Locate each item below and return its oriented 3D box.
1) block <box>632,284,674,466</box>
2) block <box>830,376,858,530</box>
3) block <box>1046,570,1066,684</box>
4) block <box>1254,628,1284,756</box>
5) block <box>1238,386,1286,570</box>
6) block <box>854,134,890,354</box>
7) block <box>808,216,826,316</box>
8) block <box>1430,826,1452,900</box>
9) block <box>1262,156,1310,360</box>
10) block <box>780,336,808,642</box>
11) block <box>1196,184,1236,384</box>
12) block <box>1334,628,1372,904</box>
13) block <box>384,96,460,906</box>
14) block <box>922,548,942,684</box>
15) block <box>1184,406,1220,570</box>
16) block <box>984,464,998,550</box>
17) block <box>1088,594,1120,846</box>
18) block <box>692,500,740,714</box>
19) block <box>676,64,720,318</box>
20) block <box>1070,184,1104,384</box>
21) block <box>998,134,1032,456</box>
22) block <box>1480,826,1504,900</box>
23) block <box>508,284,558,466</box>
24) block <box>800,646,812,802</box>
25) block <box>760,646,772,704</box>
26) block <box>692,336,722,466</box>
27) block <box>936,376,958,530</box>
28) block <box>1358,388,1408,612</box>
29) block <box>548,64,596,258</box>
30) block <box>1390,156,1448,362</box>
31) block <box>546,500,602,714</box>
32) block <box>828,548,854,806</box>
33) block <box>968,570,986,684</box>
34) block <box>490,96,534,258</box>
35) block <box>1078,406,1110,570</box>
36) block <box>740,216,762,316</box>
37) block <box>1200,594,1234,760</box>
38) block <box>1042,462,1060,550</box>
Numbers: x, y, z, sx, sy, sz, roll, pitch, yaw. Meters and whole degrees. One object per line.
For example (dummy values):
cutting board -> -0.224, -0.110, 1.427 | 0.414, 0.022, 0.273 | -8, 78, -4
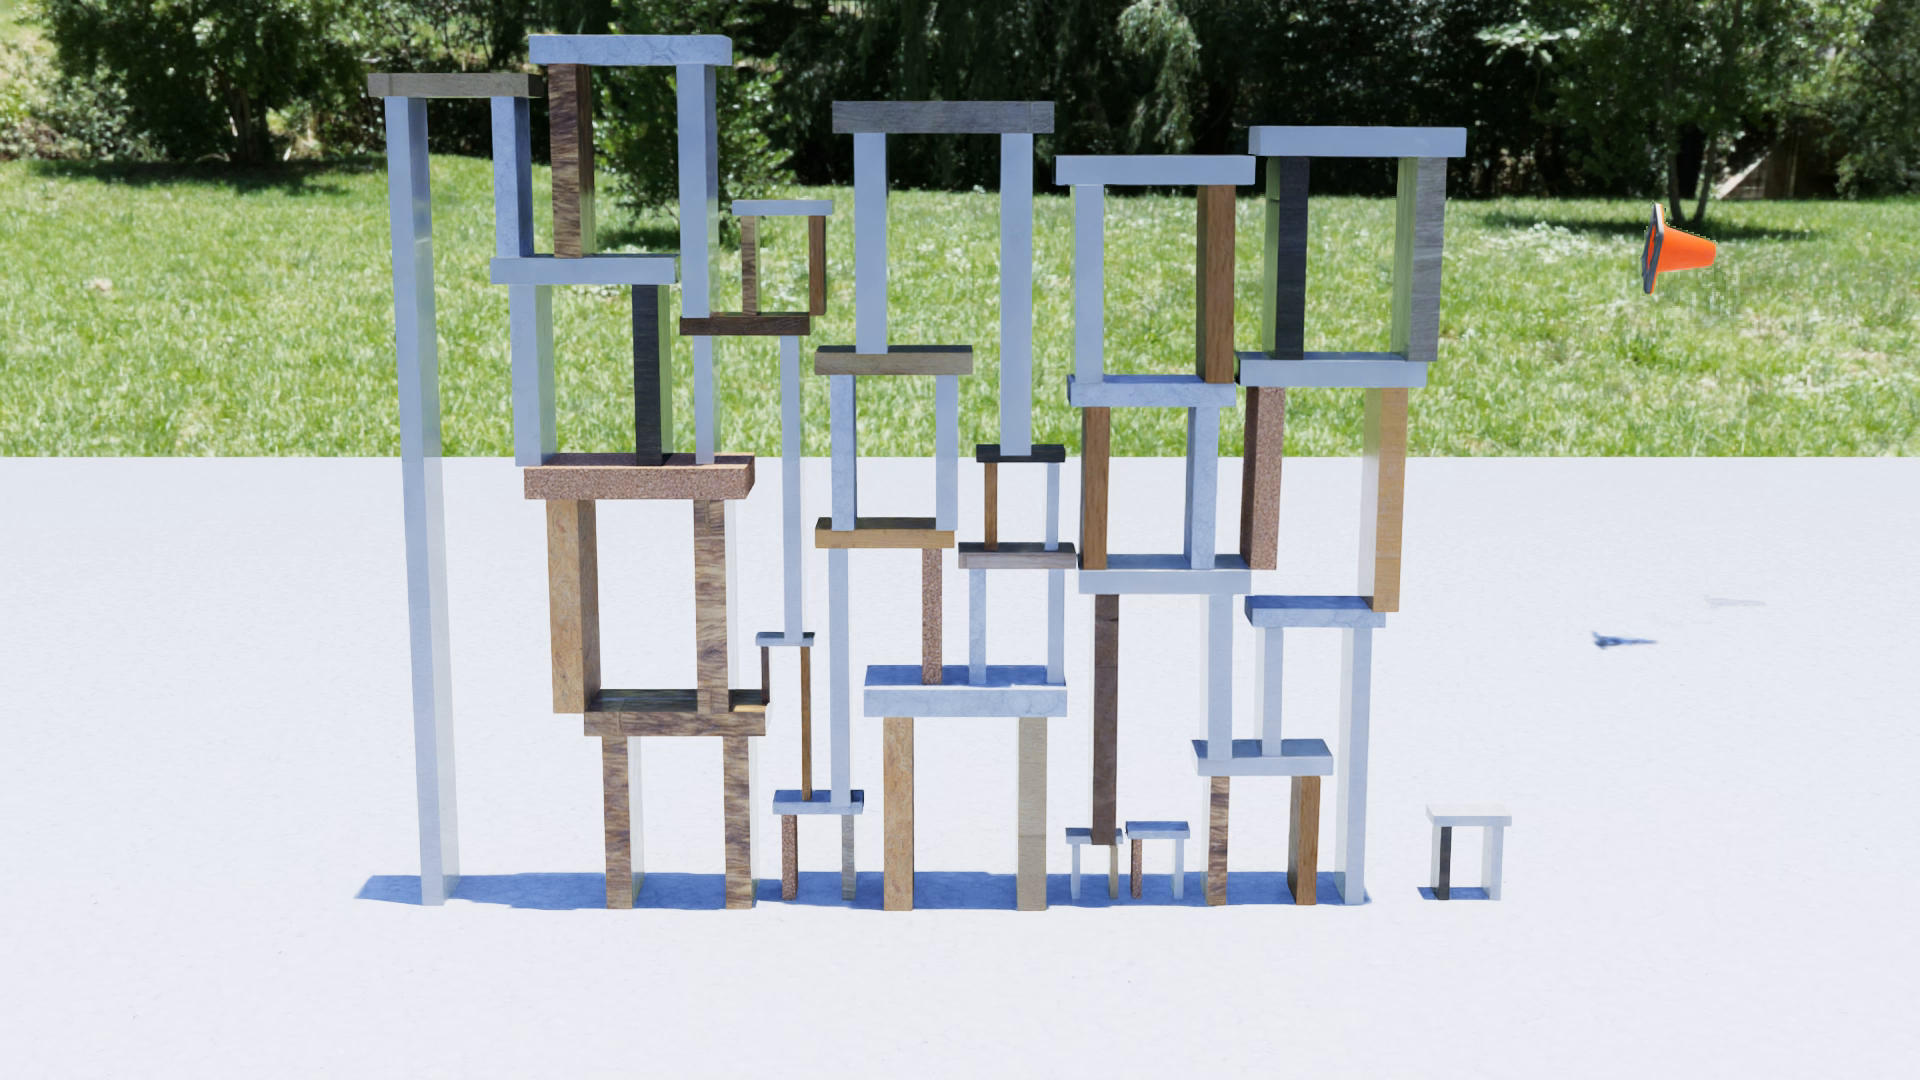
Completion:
block -> -0.490, -0.269, 3.510 | 0.041, 0.286, 0.143 | 0, 11, 0
block -> -0.186, -0.148, 3.526 | 0.035, 0.247, 0.124 | 0, 11, 0
block -> 0.155, 0.131, 3.581 | 0.027, 0.189, 0.094 | 0, 11, 0
block -> 0.506, 0.236, 3.606 | 0.030, 0.214, 0.107 | 0, 11, 0
block -> 0.485, -0.109, 3.537 | 0.041, 0.292, 0.146 | 1, 11, -1
block -> -0.138, -0.470, 3.469 | 0.048, 0.338, 0.169 | 0, 11, 0
block -> -0.225, -0.437, 3.483 | 0.022, 0.157, 0.078 | 0, 10, 1
block -> 0.799, 0.528, 3.655 | 0.018, 0.128, 0.064 | 0, 11, 0
block -> 0.514, -0.449, 3.481 | 0.044, 0.314, 0.157 | 0, 10, 0
block -> -0.267, -0.088, 3.542 | 0.029, 0.493, 0.103 | 0, 11, 1
block -> 0.403, -0.408, 3.479 | 0.043, 0.305, 0.153 | -1, 10, 0
block -> 0.648, 0.360, 3.629 | 0.030, 0.466, 0.107 | 0, 11, 0
block -> -0.865, -0.051, 3.552 | 0.035, 1.303, 0.123 | 0, 11, 0
block -> -0.045, 0.113, 3.582 | 0.032, 0.223, 0.112 | 0, 11, 0
block -> 0.387, -0.092, 3.533 | 0.037, 0.259, 0.130 | 1, 11, 0
block -> 0.050, -0.059, 3.552 | 0.020, 0.142, 0.071 | 0, 11, 0
block -> 0.235, 0.279, 3.607 | 0.039, 0.418, 0.137 | 0, 11, 0
block -> -0.395, 0.091, 3.574 | 0.049, 0.347, 0.174 | 0, 11, 0
block -> -0.410, -0.549, 3.458 | 0.042, 0.388, 0.148 | 0, 10, 1
block -> 0.199, -0.408, 3.478 | 0.043, 0.305, 0.153 | -1, 10, 0
block -> 0.087, -0.392, 3.484 | 0.048, 0.497, 0.169 | 0, 11, 0
block -> 0.885, 0.528, 3.655 | 0.018, 0.128, 0.064 | 0, 11, 0
block -> -0.681, -0.269, 3.510 | 0.041, 0.286, 0.143 | 0, 11, 0
block -> -0.252, 0.296, 3.613 | 0.014, 0.261, 0.048 | 0, 11, 0
block -> -0.316, 0.215, 3.598 | 0.014, 0.095, 0.048 | 0, 11, 0
block -> -0.404, -0.229, 3.516 | 0.029, 0.205, 0.103 | 0, 10, 0
block -> -0.021, -0.148, 3.526 | 0.035, 0.248, 0.124 | 0, 11, 0
block -> 0.681, -0.075, 3.545 | 0.041, 0.360, 0.146 | 0, 11, 0
block -> -0.607, -0.595, 3.449 | 0.042, 0.295, 0.148 | 0, 11, 0
block -> 0.724, -0.448, 3.478 | 0.044, 0.314, 0.157 | 1, 11, 0
block -> -0.627, 0.091, 3.574 | 0.049, 0.347, 0.174 | 0, 11, 0
block -> -0.194, 0.214, 3.601 | 0.032, 0.428, 0.112 | 0, 11, 0
block -> 0.028, 0.131, 3.581 | 0.027, 0.189, 0.094 | 0, 11, 0
block -> -0.702, -0.570, 3.454 | 0.035, 0.246, 0.123 | 0, 11, 0
block -> 0.215, -0.093, 3.534 | 0.037, 0.259, 0.130 | 1, 10, -1
block -> -0.330, -0.436, 3.482 | 0.022, 0.157, 0.078 | 0, 10, 1
block -> 0.418, 0.208, 3.592 | 0.039, 0.275, 0.137 | -1, 11, 1
block -> 0.147, -0.059, 3.552 | 0.020, 0.142, 0.071 | 0, 11, -3
